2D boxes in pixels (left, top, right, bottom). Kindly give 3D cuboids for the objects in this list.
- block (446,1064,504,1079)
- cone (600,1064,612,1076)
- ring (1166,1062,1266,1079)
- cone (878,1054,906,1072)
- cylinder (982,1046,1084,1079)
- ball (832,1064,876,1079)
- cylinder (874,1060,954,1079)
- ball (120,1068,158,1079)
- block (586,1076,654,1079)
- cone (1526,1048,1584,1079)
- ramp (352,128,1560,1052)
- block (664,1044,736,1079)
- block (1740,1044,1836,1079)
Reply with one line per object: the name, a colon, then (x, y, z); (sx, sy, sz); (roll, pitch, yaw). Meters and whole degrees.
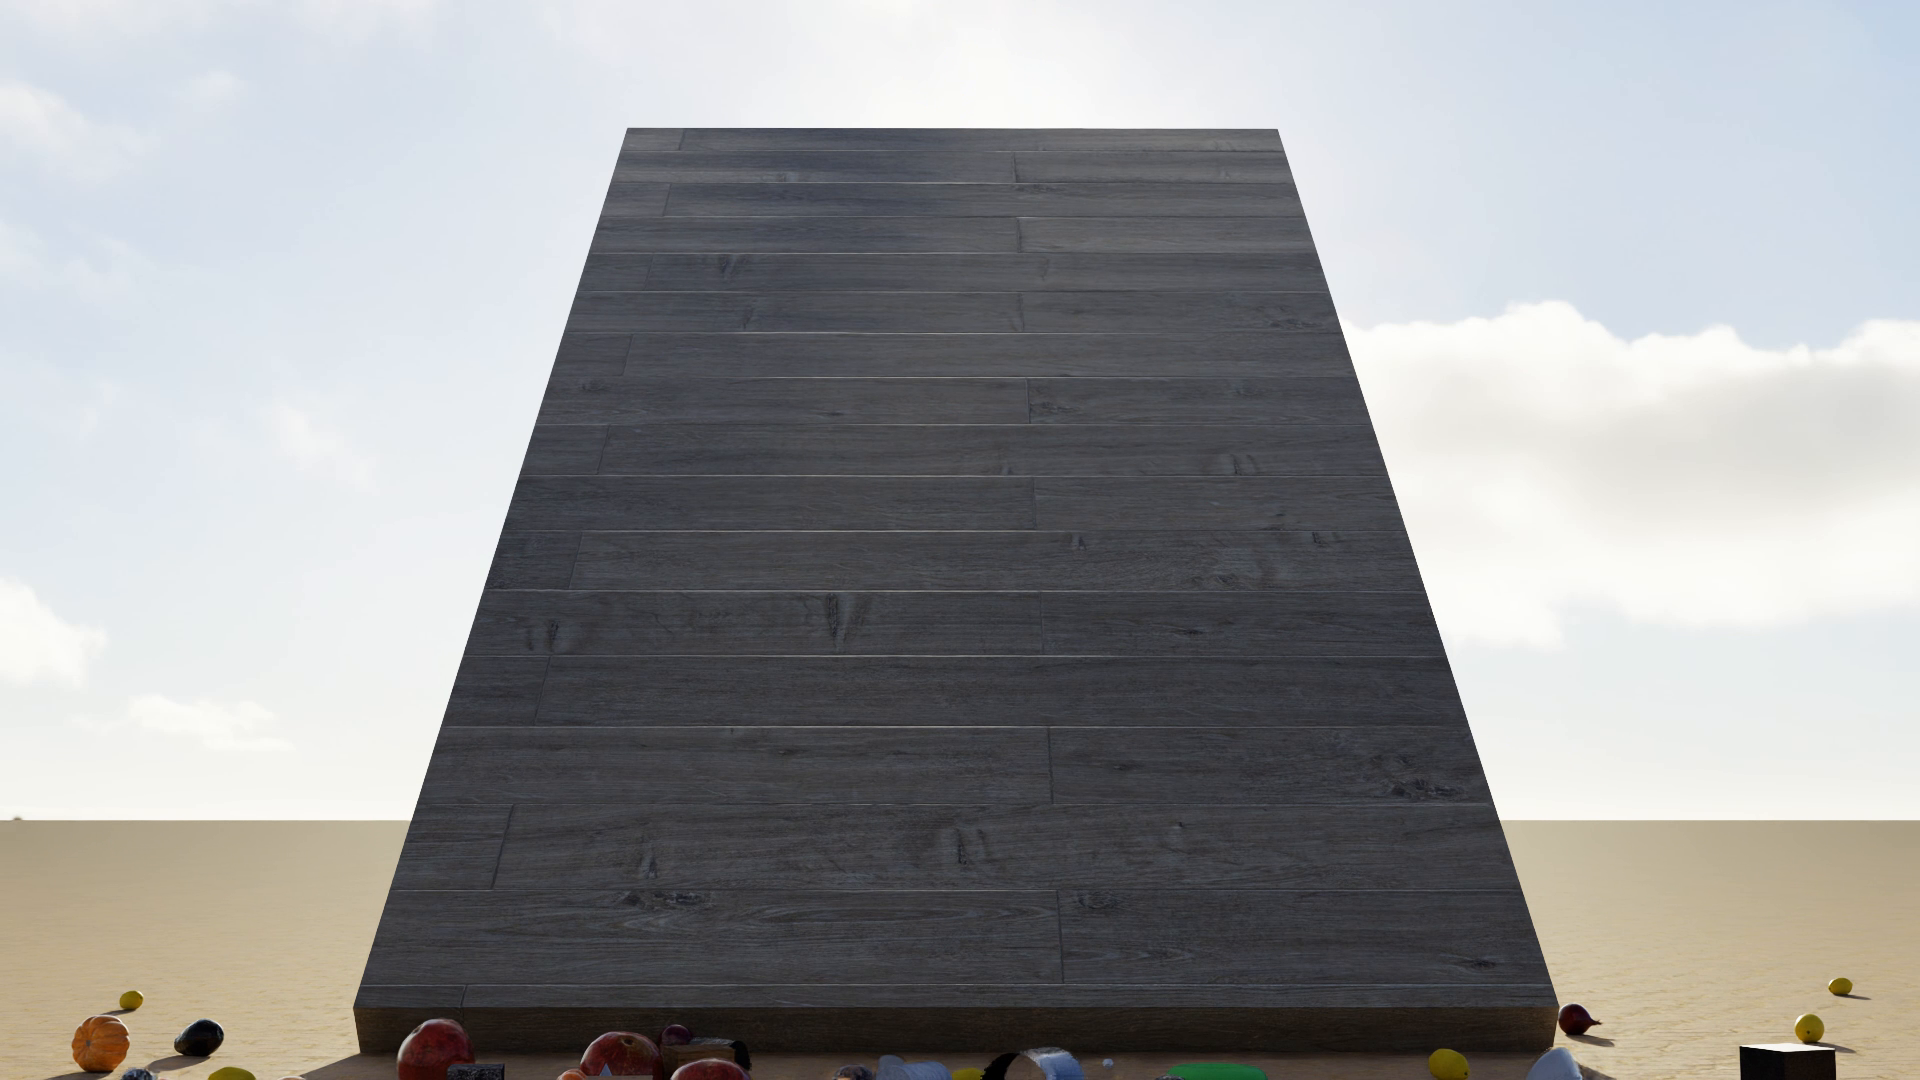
block: (-0.633, 0.724, 3.173); (0.069, 0.069, 0.069); (1, -6, -7)
cone: (-0.464, 0.722, 3.175); (0.074, 0.074, 0.074); (0, -6, 0)
ring: (0.358, 0.759, 3.390); (0.146, 0.049, 0.146); (1, -7, 0)
cone: (-0.108, 0.790, 3.551); (0.052, 0.052, 0.052); (-3, 20, 26)
cylinder: (0.093, 0.699, 3.084); (0.100, 0.100, 0.100); (-4, -7, 29)
ball: (-0.141, 0.734, 3.246); (0.066, 0.066, 0.066); (0, -6, 0)
cylinder: (-0.061, 0.715, 3.131); (0.078, 0.078, 0.078); (-5, -8, 40)
ball: (-1.113, 0.744, 3.286); (0.055, 0.055, 0.055); (0, -6, 0)
block: (-0.411, 0.690, 2.920); (0.080, 0.080, 0.080); (1, -6, -6)
cone: (0.823, 0.747, 3.255); (0.094, 0.094, 0.094); (5, 19, -36)
ramp: (-0.014, -0.204, 5.765); (2.000, 0.100, 4.000); (0, 31, 0)
block: (-0.358, 0.735, 3.322); (0.080, 0.080, 0.080); (2, -7, -21)
block: (1.111, 0.724, 3.254); (0.086, 0.086, 0.086); (3, -7, -23)
